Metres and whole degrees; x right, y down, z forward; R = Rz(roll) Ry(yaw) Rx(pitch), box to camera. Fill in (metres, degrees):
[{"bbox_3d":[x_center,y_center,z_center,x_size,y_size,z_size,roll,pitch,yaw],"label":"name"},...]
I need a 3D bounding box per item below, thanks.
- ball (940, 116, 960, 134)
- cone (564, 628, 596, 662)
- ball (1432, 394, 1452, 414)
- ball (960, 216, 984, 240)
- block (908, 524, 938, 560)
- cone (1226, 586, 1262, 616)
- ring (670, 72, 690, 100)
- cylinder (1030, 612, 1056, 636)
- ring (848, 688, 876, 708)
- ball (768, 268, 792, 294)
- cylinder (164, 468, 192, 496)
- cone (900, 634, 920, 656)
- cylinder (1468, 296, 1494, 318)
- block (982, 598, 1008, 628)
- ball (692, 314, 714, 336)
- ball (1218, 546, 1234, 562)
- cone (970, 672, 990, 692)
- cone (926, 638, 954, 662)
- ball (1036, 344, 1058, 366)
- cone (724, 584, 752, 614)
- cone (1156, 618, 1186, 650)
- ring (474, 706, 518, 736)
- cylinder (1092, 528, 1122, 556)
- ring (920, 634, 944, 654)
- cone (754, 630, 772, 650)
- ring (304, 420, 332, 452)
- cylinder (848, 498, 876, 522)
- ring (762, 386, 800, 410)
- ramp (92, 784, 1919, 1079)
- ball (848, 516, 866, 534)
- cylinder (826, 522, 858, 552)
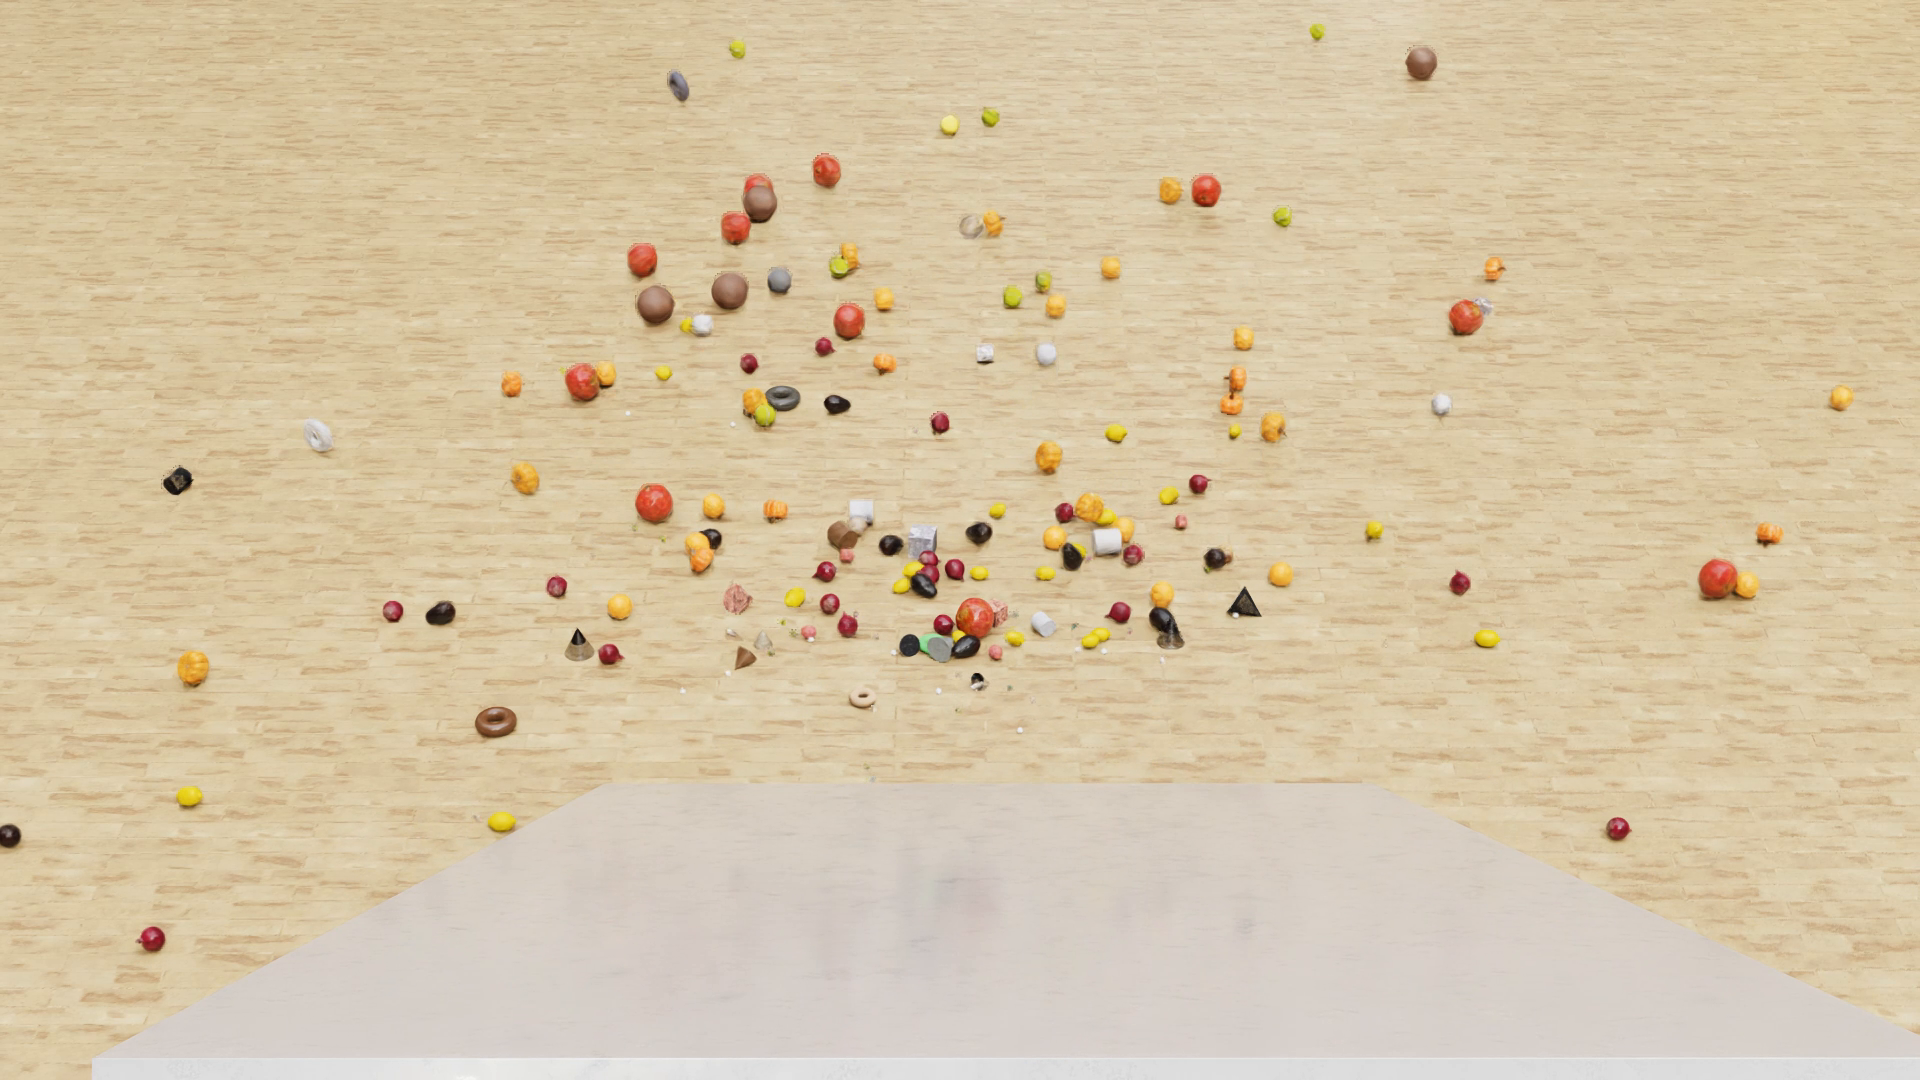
[{"bbox_3d":[-0.041,-1.652,10.331,0.075,0.075,0.075,0,33,0],"label":"ball"},{"bbox_3d":[-1.084,0.284,7.369,0.088,0.088,0.088,0,33,0],"label":"cone"},{"bbox_3d":[1.578,-0.444,8.496,0.068,0.068,0.068,0,33,0],"label":"ball"},{"bbox_3d":[0.041,-1.151,9.555,0.088,0.088,0.088,0,33,0],"label":"ball"},{"bbox_3d":[-0.112,0.006,7.806,0.074,0.074,0.074,5,34,8],"label":"block"},{"bbox_3d":[0.840,0.197,7.543,0.094,0.094,0.094,35,40,3],"label":"cone"},{"bbox_3d":[-1.146,-1.850,10.583,0.041,0.124,0.124,-28,41,-20],"label":"ring"},{"bbox_3d":[0.240,0.242,7.465,0.053,0.053,0.053,-19,38,-26],"label":"cylinder"},{"bbox_3d":[-0.270,0.436,7.194,0.077,0.026,0.077,1,33,-1],"label":"ring"},{"bbox_3d":[-0.640,-0.918,9.202,0.087,0.087,0.087,0,33,0],"label":"ball"},{"bbox_3d":[-2.442,-0.183,8.101,0.062,0.062,0.062,14,44,20],"label":"cylinder"},{"bbox_3d":[-0.157,0.298,7.402,0.065,0.065,0.065,-17,10,-24],"label":"cone"},{"bbox_3d":[1.814,-0.811,9.035,0.067,0.067,0.067,-4,0,-6],"label":"cylinder"},{"bbox_3d":[0.100,0.211,7.511,0.054,0.054,0.054,24,40,32],"label":"block"},{"bbox_3d":[-0.889,-0.741,8.943,0.075,0.075,0.075,0,33,0],"label":"ball"},{"bbox_3d":[0.796,0.042,7.772,0.051,0.051,0.051,0,33,0],"label":"ball"},{"bbox_3d":[0.066,0.398,7.254,0.052,0.052,0.052,6,21,-44],"label":"cone"},{"bbox_3d":[-0.040,0.294,7.367,0.079,0.079,0.079,19,33,26],"label":"cone"},{"bbox_3d":[0.293,-0.628,8.772,0.073,0.073,0.073,0,33,0],"label":"ball"},{"bbox_3d":[-0.631,0.170,7.587,0.087,0.087,0.087,24,13,32],"label":"cone"},{"bbox_3d":[0.604,0.256,7.415,0.085,0.085,0.085,0,33,0],"label":"cone"},{"bbox_3d":[-1.268,0.496,7.091,0.115,0.038,0.115,-1,32,0],"label":"ring"},{"bbox_3d":[0.440,0.005,7.804,0.077,0.077,0.077,-6,34,-9],"label":"cylinder"},{"bbox_3d":[-0.079,0.296,7.407,0.082,0.027,0.082,0,32,0],"label":"ring"},{"bbox_3d":[-0.563,0.276,7.411,0.056,0.056,0.056,0,33,0],"label":"cone"},{"bbox_3d":[-2.049,-0.332,8.285,0.110,0.110,0.037,22,31,30],"label":"ring"},{"bbox_3d":[-0.301,-0.084,7.947,0.070,0.070,0.070,-22,35,0],"label":"cylinder"},{"bbox_3d":[-0.588,-0.468,8.558,0.125,0.042,0.125,-1,34,1],"label":"ring"},{"bbox_3d":[0.074,0.643,4.764,2.000,0.100,4.000,0,-1,0],"label":"ramp"},{"bbox_3d":[-0.311,-0.044,7.897,0.056,0.056,0.056,0,33,0],"label":"ball"},{"bbox_3d":[-0.356,-0.011,7.837,0.067,0.067,0.067,-24,40,-32],"label":"cylinder"}]
